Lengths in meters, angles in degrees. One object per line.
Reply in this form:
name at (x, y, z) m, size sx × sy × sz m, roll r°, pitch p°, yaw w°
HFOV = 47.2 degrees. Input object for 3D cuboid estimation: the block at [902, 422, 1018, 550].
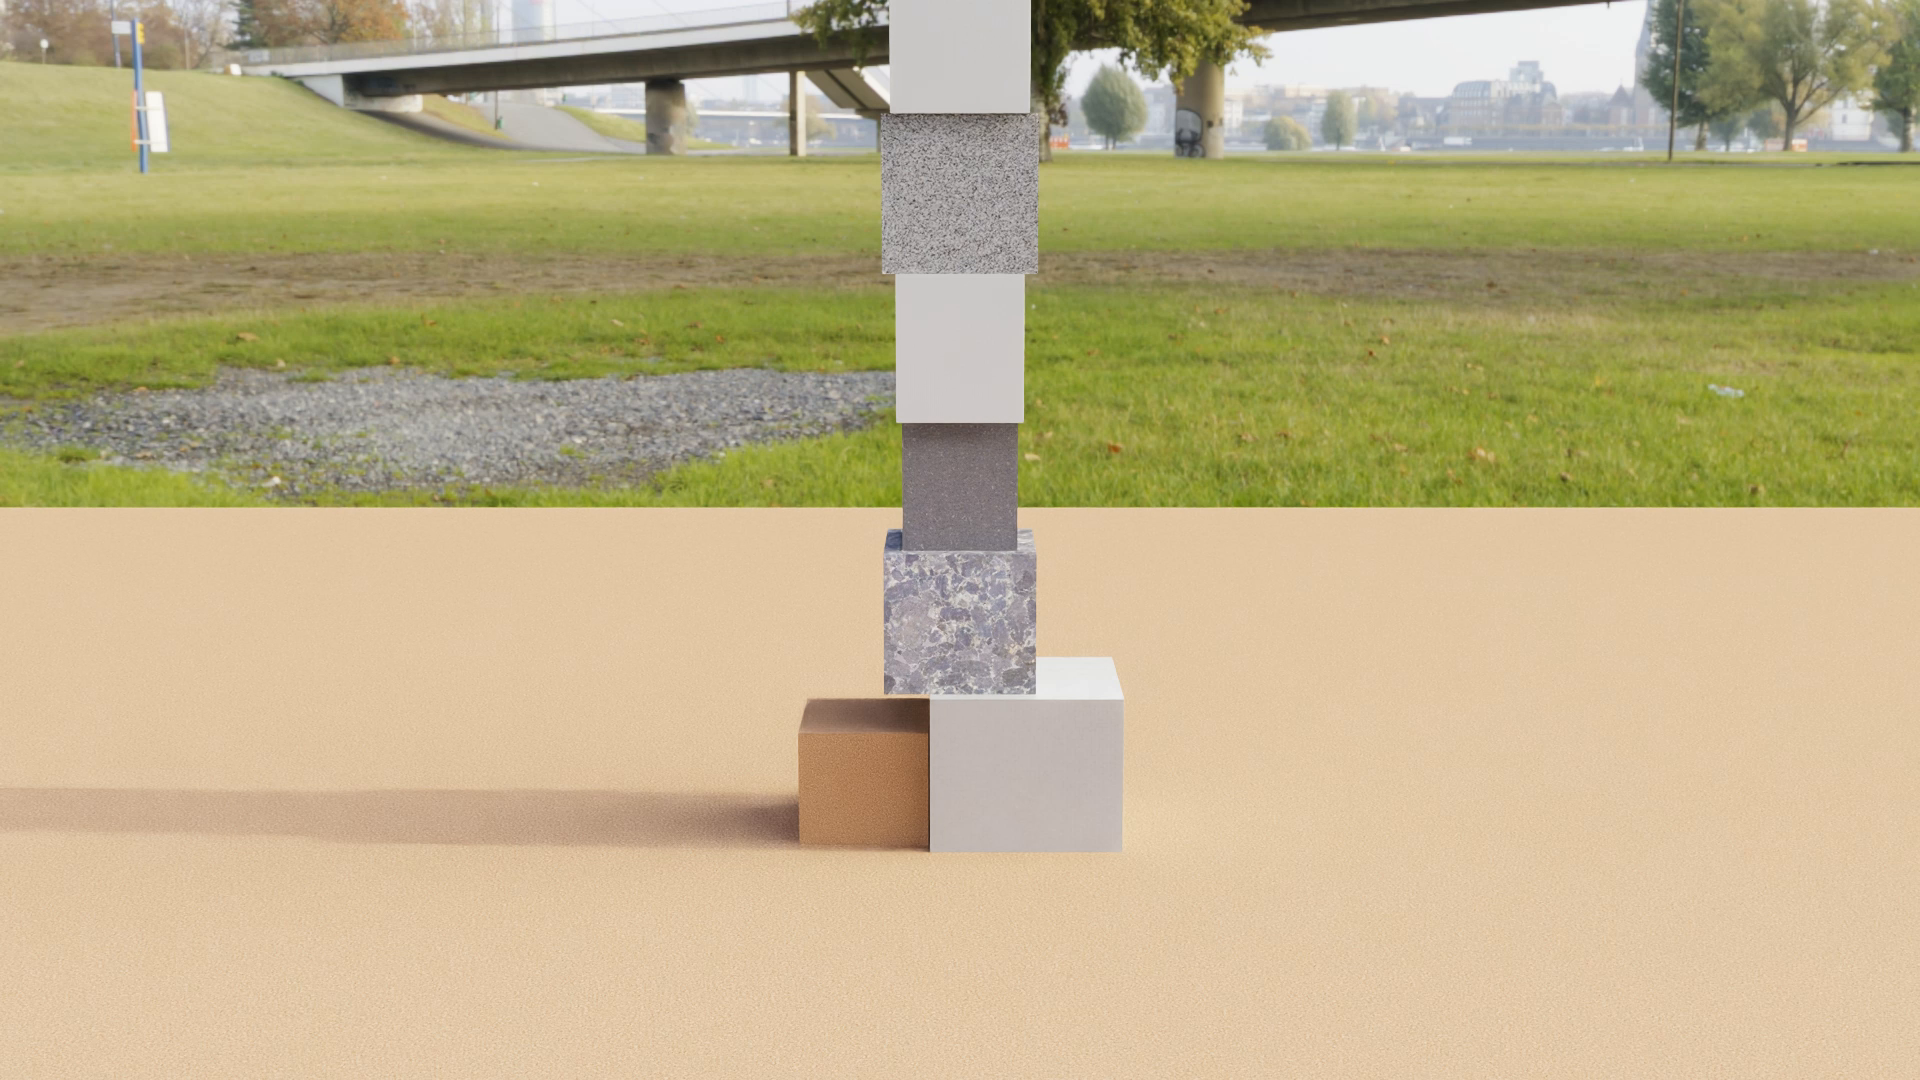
block at (0.000, -0.313, 11.120) m, size 0.569 × 0.647 × 0.539 m, roll 0°, pitch 10°, yaw 0°

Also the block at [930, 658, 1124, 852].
block at (0.331, 1.092, 11.359) m, size 0.960 × 0.787 × 0.904 m, roll 0°, pitch 10°, yaw 0°

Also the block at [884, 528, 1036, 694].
block at (0.000, 0.354, 11.236) m, size 0.756 × 0.709 × 0.729 m, roll 0°, pitch 10°, yaw 0°

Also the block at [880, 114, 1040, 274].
block at (0.000, -1.718, 10.877) m, size 0.754 × 0.761 × 0.657 m, roll 0°, pitch 10°, yaw 0°

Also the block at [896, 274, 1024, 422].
block at (0.000, -0.987, 10.999) m, size 0.623 × 0.722 × 0.674 m, roll 0°, pitch 10°, yaw 0°

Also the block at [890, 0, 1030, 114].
block at (0.000, -2.457, 10.723) m, size 0.665 × 0.747 × 0.706 m, roll 0°, pitch 10°, yaw 0°

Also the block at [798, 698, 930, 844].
block at (-0.485, 1.190, 11.400) m, size 0.652 × 0.580 × 0.708 m, roll 0°, pitch 10°, yaw 0°
